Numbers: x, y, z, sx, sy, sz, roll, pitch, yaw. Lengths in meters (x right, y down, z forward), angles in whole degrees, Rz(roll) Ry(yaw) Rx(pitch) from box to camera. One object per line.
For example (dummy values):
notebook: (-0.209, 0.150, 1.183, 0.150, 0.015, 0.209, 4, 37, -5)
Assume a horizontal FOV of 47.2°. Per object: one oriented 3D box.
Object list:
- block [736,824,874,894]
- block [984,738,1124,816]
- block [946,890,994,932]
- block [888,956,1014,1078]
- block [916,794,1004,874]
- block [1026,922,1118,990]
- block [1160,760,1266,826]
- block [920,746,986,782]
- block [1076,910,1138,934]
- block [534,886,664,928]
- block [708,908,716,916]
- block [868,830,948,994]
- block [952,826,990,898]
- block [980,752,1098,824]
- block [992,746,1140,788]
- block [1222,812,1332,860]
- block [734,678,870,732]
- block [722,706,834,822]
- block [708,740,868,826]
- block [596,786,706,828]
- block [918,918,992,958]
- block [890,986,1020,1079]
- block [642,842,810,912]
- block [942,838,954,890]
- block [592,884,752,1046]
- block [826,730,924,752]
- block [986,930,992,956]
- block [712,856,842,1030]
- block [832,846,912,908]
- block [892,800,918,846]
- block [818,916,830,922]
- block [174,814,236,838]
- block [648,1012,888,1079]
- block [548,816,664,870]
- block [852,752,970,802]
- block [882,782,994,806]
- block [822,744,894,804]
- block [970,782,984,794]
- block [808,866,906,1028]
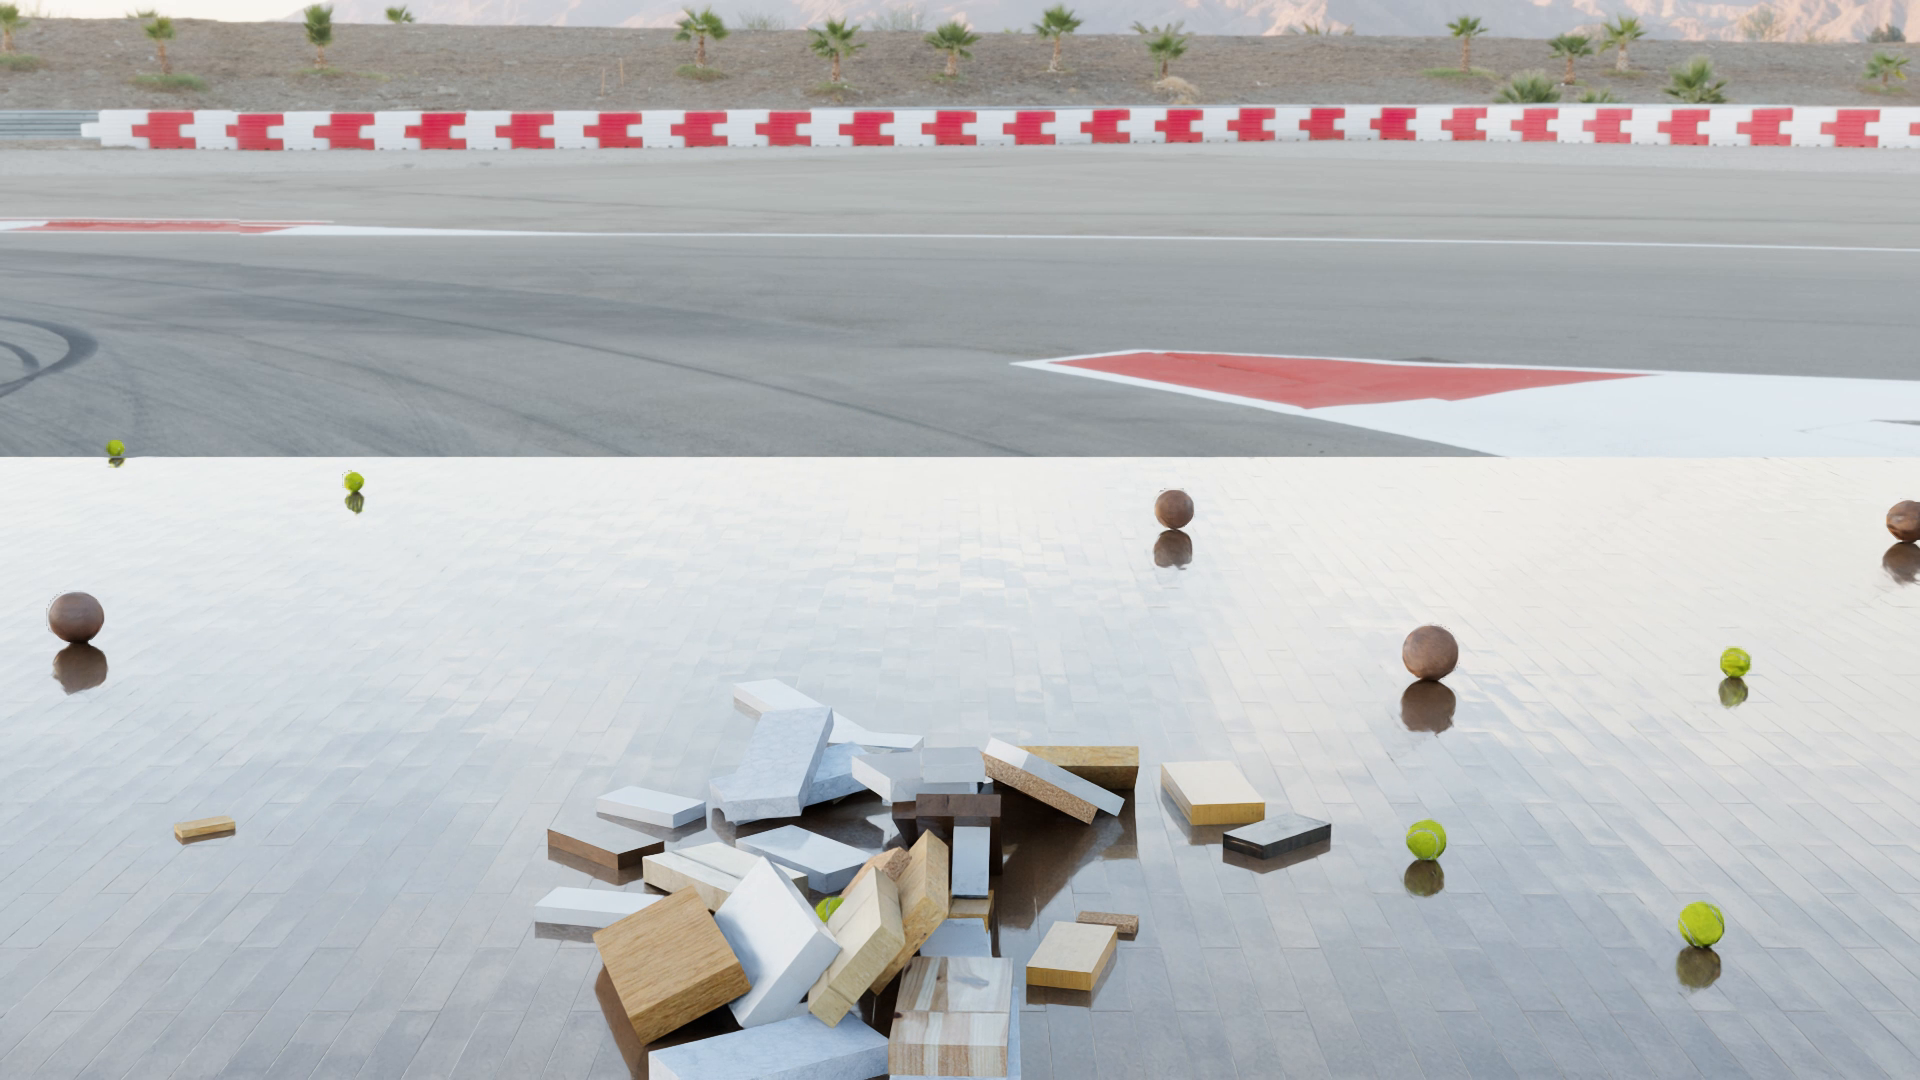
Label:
block: (-0.262, 0.549, 3.794, 0.124, 0.035, 0.247, -10, 14, -42)
block: (0.175, 0.438, 4.064, 0.248, 0.035, 0.124, 29, -7, -33)
block: (-0.002, 0.589, 3.499, 0.104, 0.029, 0.207, 0, 1, 3)
block: (-0.008, 0.645, 2.993, 0.153, 0.043, 0.307, 1, 11, 3)
block: (0.002, 0.491, 3.657, 0.136, 0.039, 0.272, 0, -28, 2)
block: (0.172, 0.633, 3.359, 0.099, 0.028, 0.198, 3, 11, 15)
block: (0.477, 0.477, 4.170, 0.137, 0.039, 0.275, -1, 11, -6)
block: (-0.014, 0.373, 3.657, 0.099, 0.028, 0.198, -1, 3, -3)
block: (0.236, 0.611, 3.518, 0.094, 0.013, 0.047, 2, 11, 13)
block: (-0.583, 0.597, 3.561, 0.187, 0.027, 0.094, 3, 11, 13)
block: (-0.383, 0.596, 3.602, 0.095, 0.013, 0.047, -6, 12, -28)
block: (-0.084, 0.552, 3.305, 0.043, 0.153, 0.410, 40, 4, -4)
block: (0.018, 0.520, 3.544, 0.059, 0.117, 0.017, 0, -30, 3)
block: (0.134, 0.448, 3.980, 0.124, 0.035, 0.247, 20, -8, 40)
block: (0.200, 0.435, 4.202, 0.275, 0.039, 0.137, 0, -25, 1)
block: (0.567, 0.528, 3.930, 0.187, 0.027, 0.094, -9, 14, -41)
block: (-0.261, 0.405, 4.588, 0.102, 0.029, 0.882, -5, 12, -27)
block: (-0.337, 0.416, 4.140, 0.137, 0.039, 0.435, -5, 17, 7)
block: (-0.308, 0.456, 4.137, 0.293, 0.042, 0.147, -14, 18, -21)
block: (-0.576, 0.497, 4.098, 0.187, 0.027, 0.094, 7, 13, 33)
block: (-0.010, 0.616, 3.287, 0.103, 0.029, 0.207, -1, 11, -4)
block: (-0.009, 0.747, 2.695, 0.169, 0.048, 0.925, 0, 11, 1)
block: (-0.391, 0.561, 3.648, 0.147, 0.042, 0.293, -7, 8, -35)
block: (0.000, 0.543, 3.602, 0.058, 0.117, 0.017, 0, 23, 0)
block: (-0.427, 0.617, 3.225, 0.169, 0.048, 0.338, -26, 17, -12)
block: (-0.174, 0.411, 4.403, 0.186, 0.026, 0.093, 3, 11, 14)
block: (-0.004, 0.639, 3.323, 0.103, 0.029, 0.207, 0, 11, 0)
block: (-0.287, 0.593, 3.219, 0.048, 0.169, 0.338, 41, -4, -20)
block: (-0.140, 0.542, 3.487, 0.099, 0.028, 0.198, -50, 4, -20)
block: (-0.035, 0.485, 3.783, 0.136, 0.039, 0.272, -1, -18, 4)
block: (-0.208, 0.613, 3.508, 0.272, 0.014, 0.048, 0, 11, -1)
block: (-1.375, 0.521, 4.003, 0.095, 0.014, 0.048, -7, 13, -34)
block: (-0.252, 0.701, 2.955, 0.293, 0.042, 0.147, -6, 12, -31)
block: (-0.627, 0.535, 3.888, 0.204, 0.029, 0.102, 10, 14, 43)
block: (-0.087, 0.402, 3.753, 0.136, 0.039, 0.272, -2, 3, -16)
block: (-0.040, 0.471, 4.086, 0.109, 0.031, 0.219, -1, -2, 30)
block: (-0.226, 0.451, 4.243, 0.102, 0.029, 0.204, 4, 20, 34)
block: (-0.018, 0.435, 3.943, 0.109, 0.031, 0.219, 0, -2, 4)
block: (-0.151, 0.577, 3.143, 0.043, 0.153, 0.307, 40, 2, -7)
